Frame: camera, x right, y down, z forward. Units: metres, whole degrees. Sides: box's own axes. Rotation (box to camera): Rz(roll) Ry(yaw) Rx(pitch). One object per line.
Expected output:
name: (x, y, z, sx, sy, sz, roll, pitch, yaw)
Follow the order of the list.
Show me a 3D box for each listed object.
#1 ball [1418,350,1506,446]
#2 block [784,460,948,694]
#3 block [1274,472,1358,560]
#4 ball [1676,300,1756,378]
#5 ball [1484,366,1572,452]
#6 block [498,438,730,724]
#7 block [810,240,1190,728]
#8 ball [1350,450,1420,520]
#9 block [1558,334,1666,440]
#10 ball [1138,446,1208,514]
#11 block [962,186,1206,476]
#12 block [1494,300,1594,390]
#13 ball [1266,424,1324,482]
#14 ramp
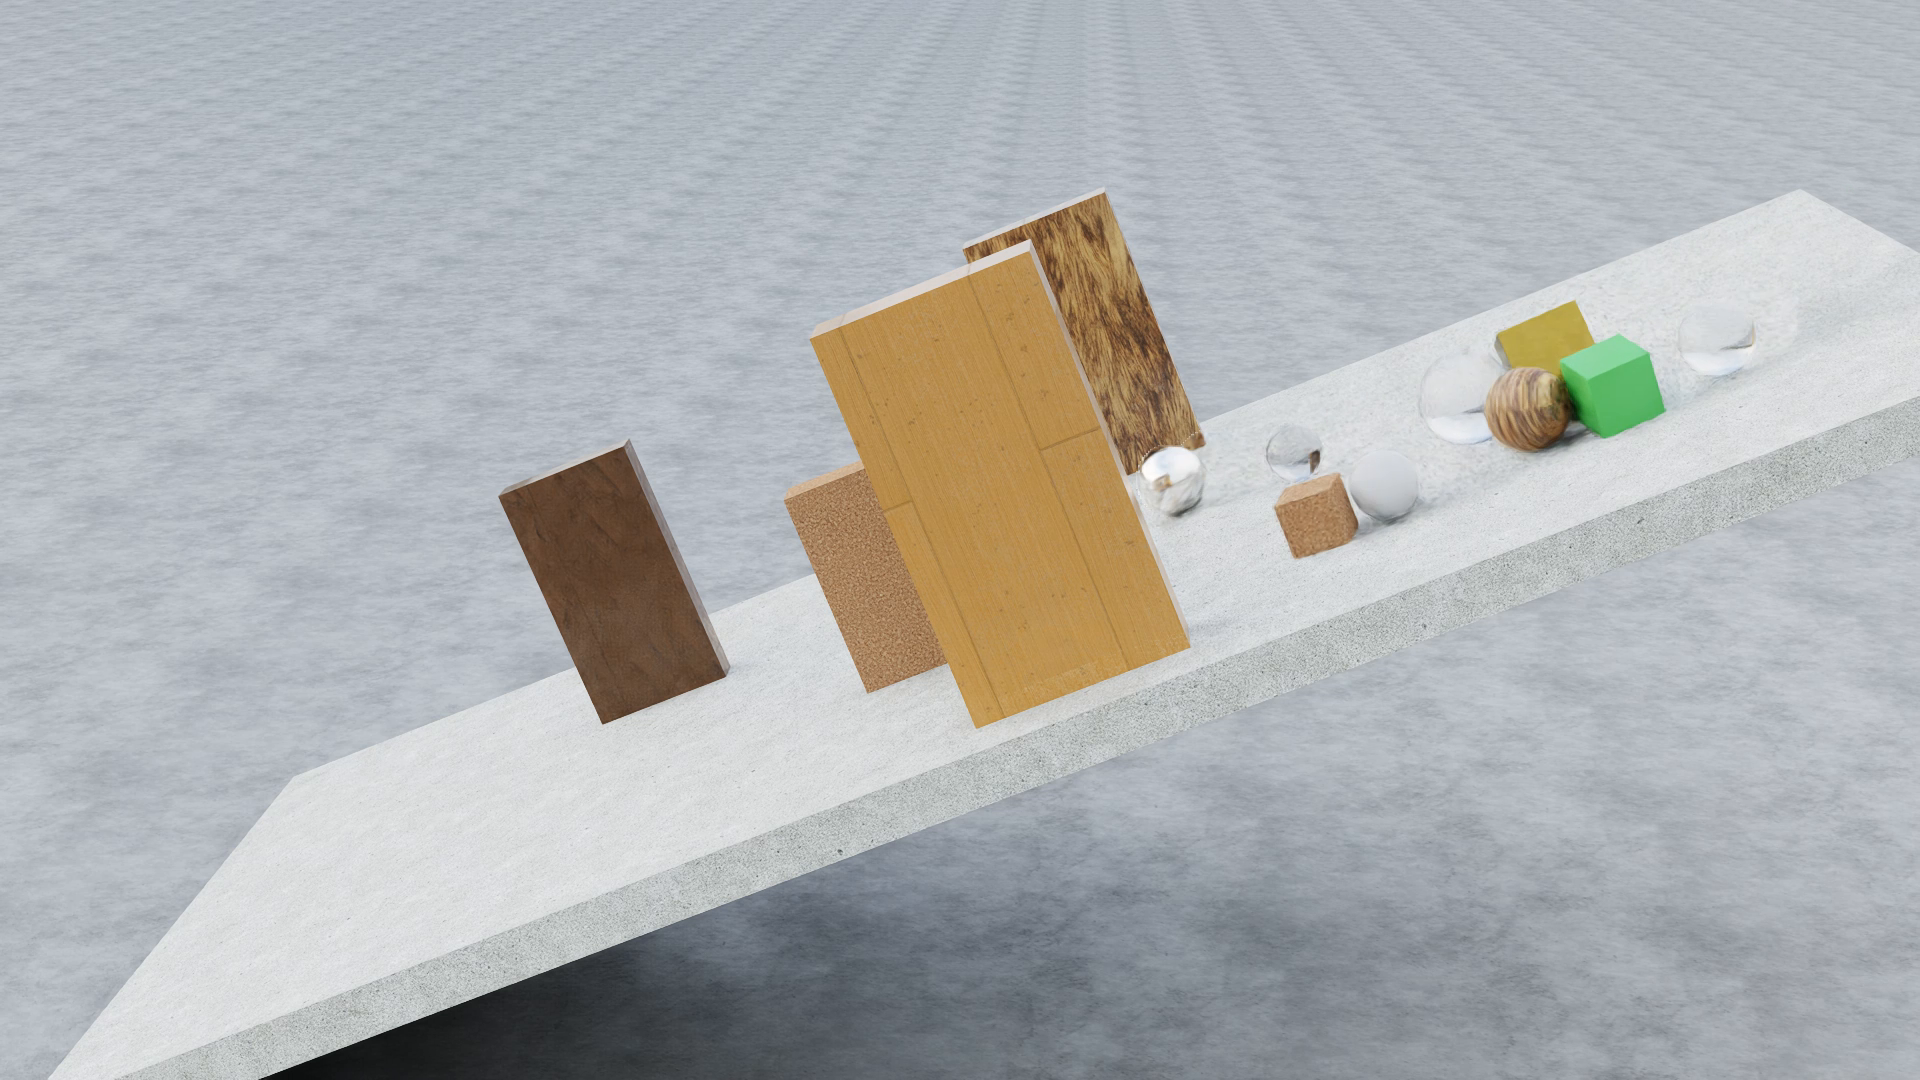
ball: (1.022, -0.288, 5.940, 0.194, 0.194, 0.194, 0, 14, 0)
block: (-0.080, 0.031, 5.990, 0.410, 0.438, 0.107, -21, 12, 7)
block: (0.691, -0.047, 5.697, 0.114, 0.114, 0.114, -18, 13, 23)
ball: (1.462, -0.389, 5.684, 0.149, 0.149, 0.149, 0, 14, 0)
ball: (1.104, -0.255, 5.718, 0.166, 0.166, 0.166, 0, 14, 0)
block: (-0.778, 0.096, 6.649, 0.308, 0.575, 0.087, -21, 12, 7)
block: (0.080, -0.100, 5.418, 0.426, 0.791, 0.147, -21, 12, 7)
ball: (0.819, -0.107, 5.674, 0.134, 0.134, 0.134, 0, 14, 0)
block: (1.253, -0.295, 5.650, 0.131, 0.131, 0.131, -24, 23, -4)
ball: (0.461, -0.130, 6.387, 0.150, 0.150, 0.150, 0, 14, 0)
block: (0.295, -0.463, 6.938, 0.356, 0.644, 0.106, -21, 12, 7)
block: (1.184, -0.359, 5.892, 0.167, 0.167, 0.167, -24, -8, 6)
ball: (0.710, -0.184, 6.231, 0.122, 0.122, 0.122, 0, 14, 0)
ramp: (0.125, 0.173, 6.289, 4.000, 0.100, 2.000, -21, 12, 7)
